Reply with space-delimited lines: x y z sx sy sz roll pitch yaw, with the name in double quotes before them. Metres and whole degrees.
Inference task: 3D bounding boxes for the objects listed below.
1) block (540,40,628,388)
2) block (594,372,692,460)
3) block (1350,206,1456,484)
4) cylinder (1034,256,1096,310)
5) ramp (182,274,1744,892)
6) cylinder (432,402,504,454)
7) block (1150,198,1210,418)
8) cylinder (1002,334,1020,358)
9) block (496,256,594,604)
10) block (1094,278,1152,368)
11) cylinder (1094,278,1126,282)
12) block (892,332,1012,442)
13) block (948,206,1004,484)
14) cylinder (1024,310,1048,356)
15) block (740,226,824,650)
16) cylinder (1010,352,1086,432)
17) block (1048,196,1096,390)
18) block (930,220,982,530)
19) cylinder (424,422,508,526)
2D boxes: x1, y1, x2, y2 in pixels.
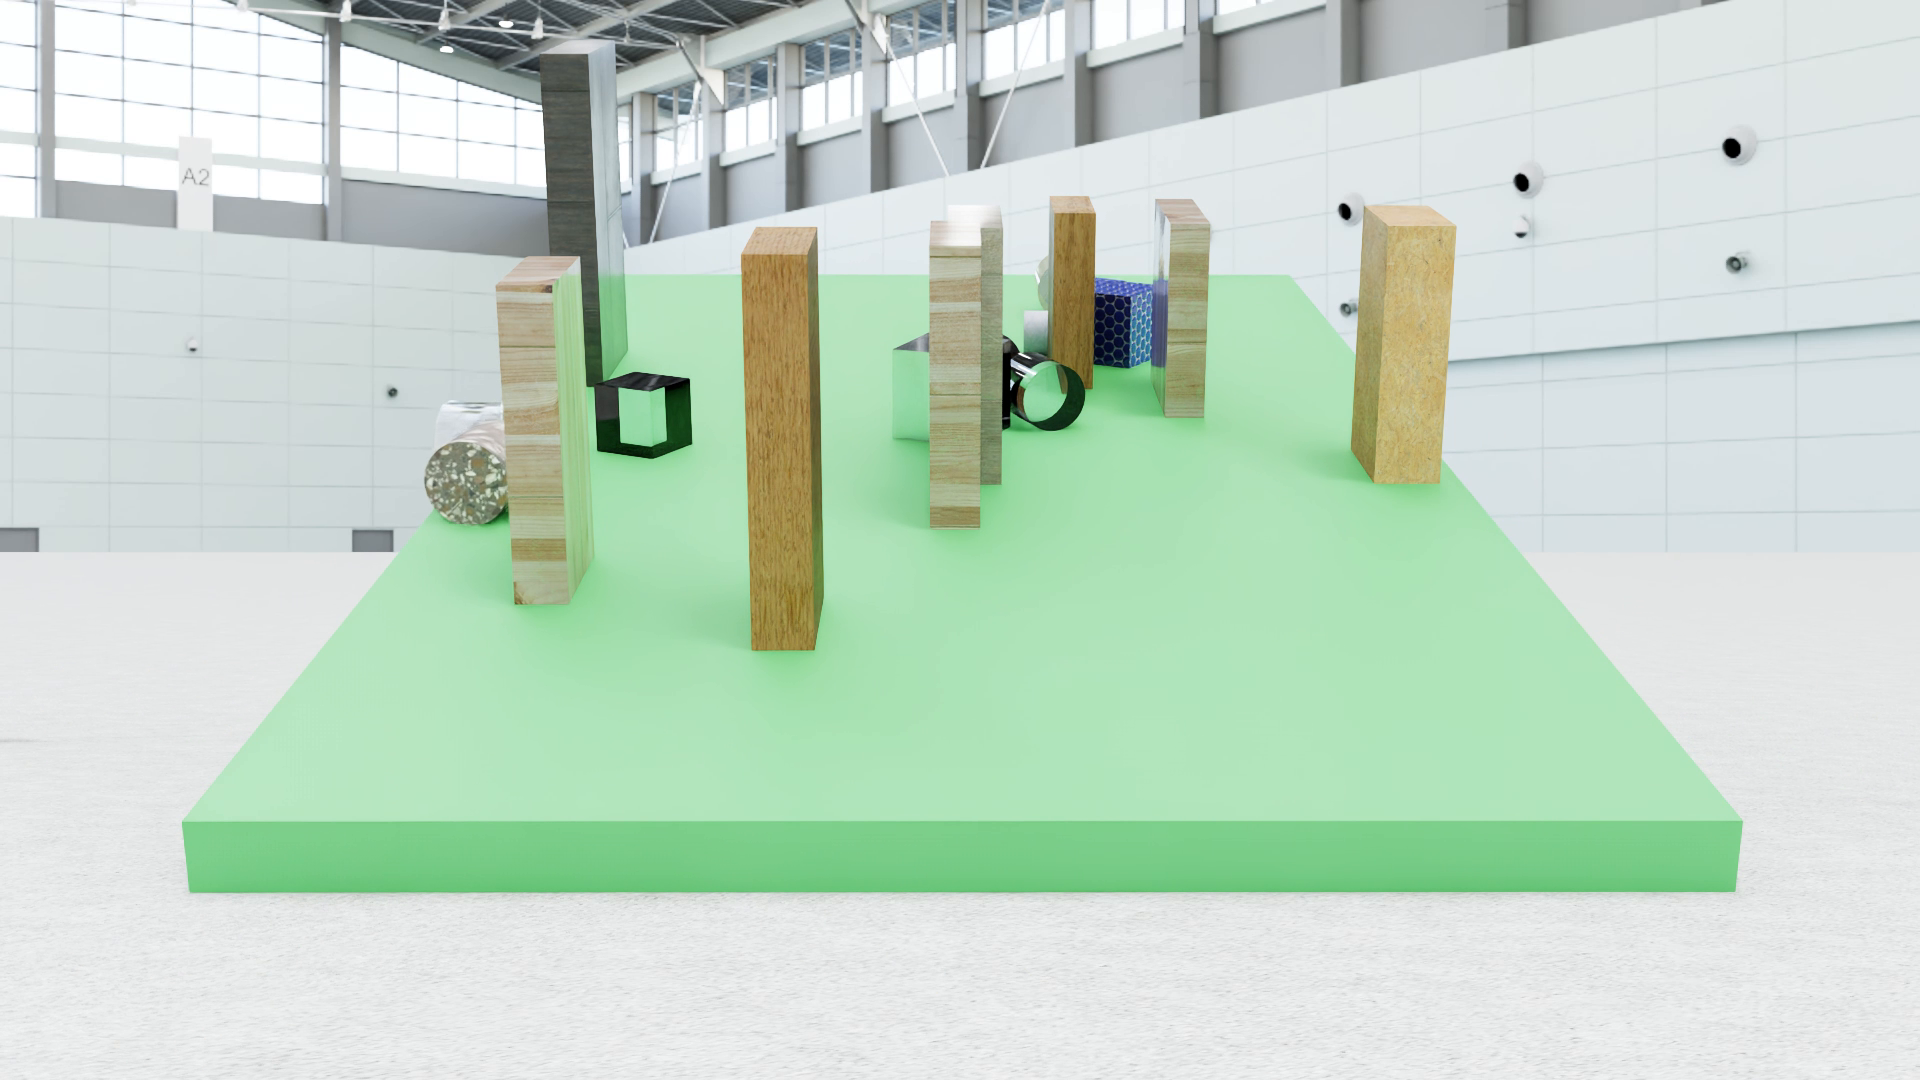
"block" -0.893 -0.787 5.304 0.110 0.768 0.412 0 17 0
"block" -0.663 -0.263 4.652 0.143 0.143 0.143 9 19 27
"block" 0.887 -0.397 4.461 0.131 0.513 0.270 0 17 0
"cylinder" 0.289 -0.693 6.038 0.166 0.166 0.166 0 17 -2
"ramp" -0.003 -0.171 4.771 2.000 0.100 4.000 0 17 0
"cylinder" -0.914 -0.182 4.331 0.174 0.174 0.174 3 0 8
"block" 0.499 -0.533 5.052 0.087 0.432 0.380 0 17 0
"cylinder" 0.030 -0.370 4.973 0.165 0.165 0.165 -15 9 -40
"block" -0.693 -0.188 3.730 0.090 0.534 0.274 0 17 0
"block" 0.381 -0.538 5.505 0.178 0.178 0.178 10 19 29
"cylinder" 0.340 -0.597 5.725 0.163 0.163 0.163 11 6 32
"block" -0.017 -0.325 4.773 0.194 0.194 0.194 7 18 21
"block" 0.029 -0.396 4.463 0.107 0.510 0.299 0 17 0
"cylinder" 0.216 -0.518 5.555 0.111 0.111 0.111 1 0 3
"block" -0.276 -0.164 3.499 0.098 0.621 0.267 0 17 0
"cylinder" 0.177 -0.326 4.858 0.147 0.147 0.147 0 16 -23
"block" 0.263 -0.592 5.277 0.095 0.412 0.283 0 17 0
"block" -0.009 -0.314 4.160 0.093 0.527 0.292 0 17 0
"cylinder" -0.898 -0.126 4.168 0.162 0.162 0.162 0 17 9
